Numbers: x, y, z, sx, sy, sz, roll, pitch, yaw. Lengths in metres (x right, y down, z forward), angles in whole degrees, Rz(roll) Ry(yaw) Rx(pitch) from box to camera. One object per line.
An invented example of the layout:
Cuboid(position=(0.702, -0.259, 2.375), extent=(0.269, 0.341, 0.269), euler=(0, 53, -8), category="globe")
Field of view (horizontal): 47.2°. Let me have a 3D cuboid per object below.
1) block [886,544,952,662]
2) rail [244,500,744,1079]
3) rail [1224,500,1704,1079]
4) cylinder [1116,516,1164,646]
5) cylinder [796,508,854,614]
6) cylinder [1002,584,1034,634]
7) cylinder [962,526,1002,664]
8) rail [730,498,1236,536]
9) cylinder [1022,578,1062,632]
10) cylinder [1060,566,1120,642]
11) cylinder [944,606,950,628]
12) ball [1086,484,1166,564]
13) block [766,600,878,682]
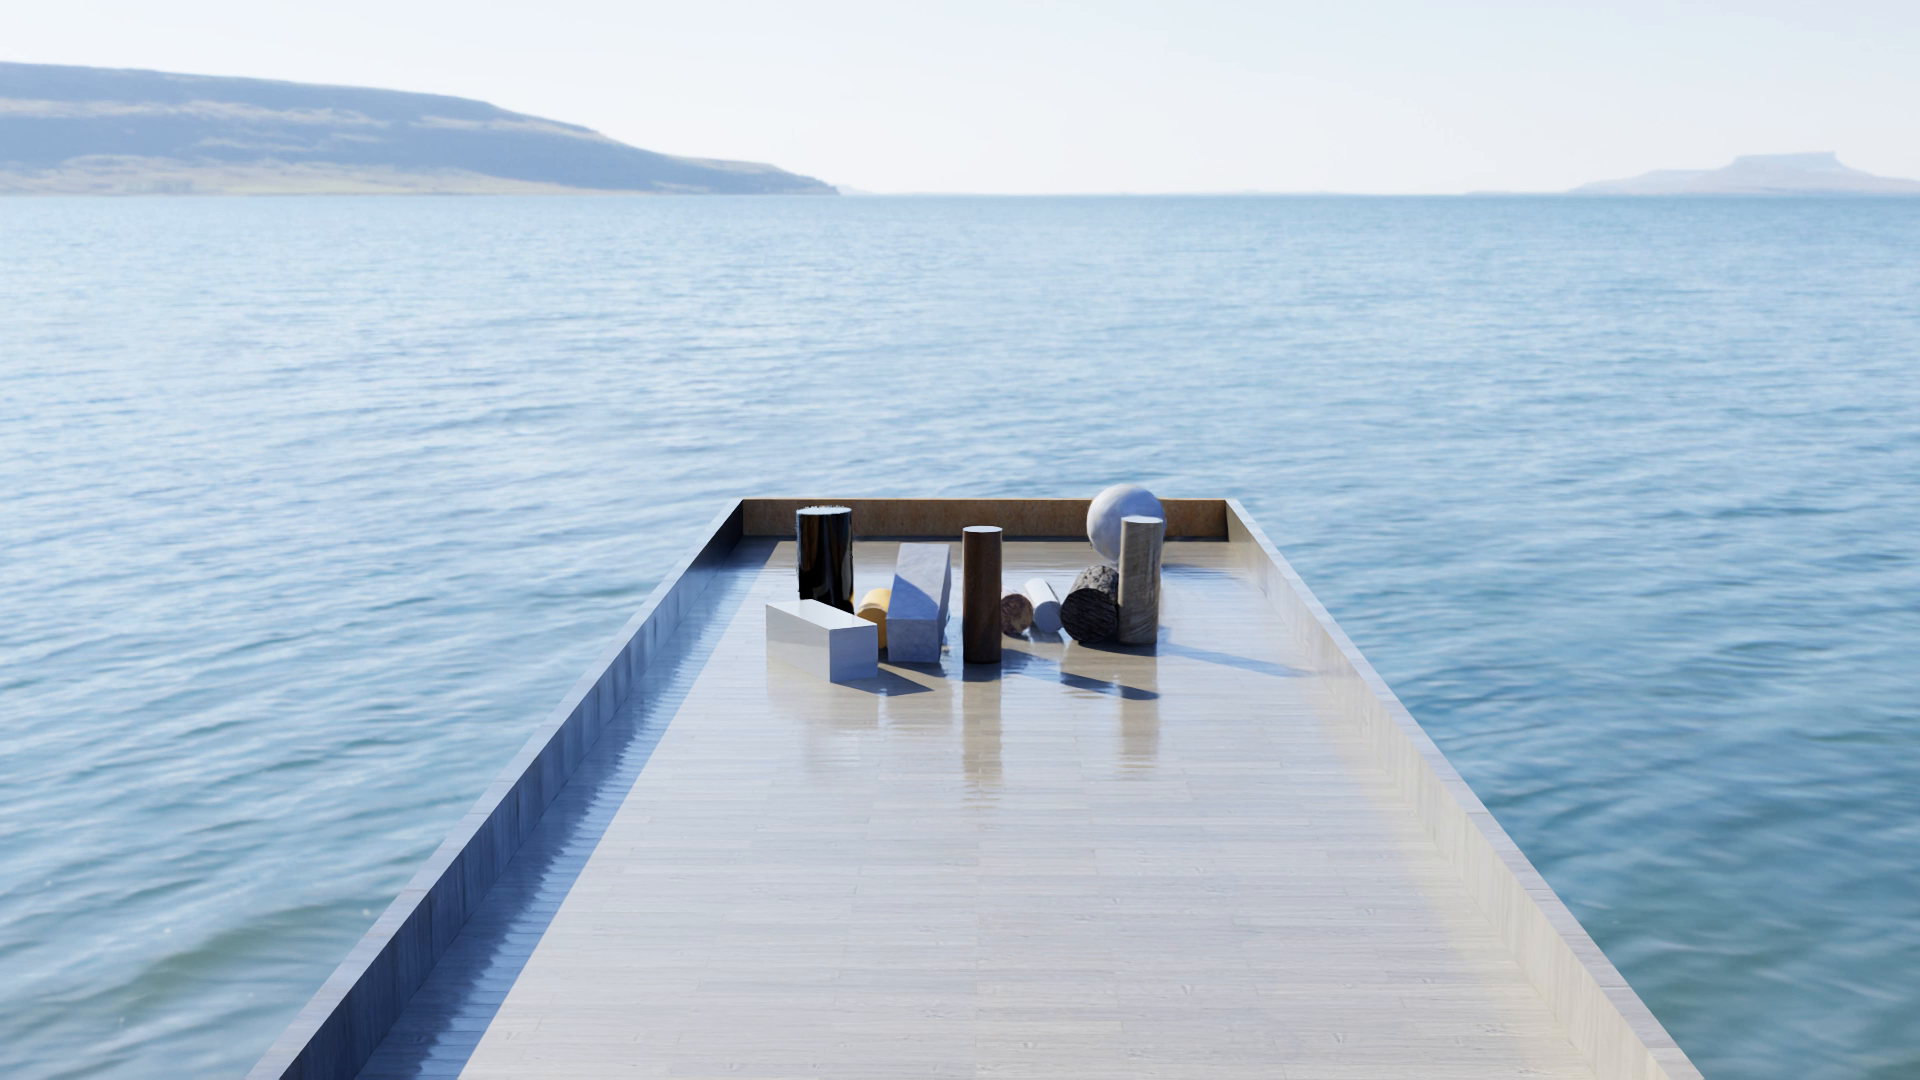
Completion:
Cuboid(position=(-0.125, 0.191, 6.822), extent=(0.155, 0.155, 0.434), euler=(1, 31, 5), category="block")
Cuboid(position=(-1.004, 0.839, 3.234), extent=(0.050, 0.150, 12.000), euler=(0, 9, 1), category="rail")
Cuboid(position=(1.046, 0.843, 3.208), extent=(0.050, 0.150, 12.000), euler=(0, 9, 1), category="rail")
Cuboid(position=(0.566, 0.129, 6.936), extent=(0.131, 0.391, 0.131), euler=(2, 9, 0), category="cylinder")
Cuboid(position=(-0.423, 0.114, 6.938), extent=(0.173, 0.417, 0.173), euler=(-2, 8, 0), category="cylinder")
Cuboid(position=(0.123, 0.207, 7.285), extent=(0.130, 0.130, 0.404), euler=(-2, 9, -15), category="cylinder")
Cuboid(position=(0.067, 0.167, 6.667), extent=(0.119, 0.404, 0.119), euler=(0, 9, 0), category="cylinder")
Cuboid(position=(0.099, -0.098, 9.147), extent=(2.100, 0.150, 0.050), euler=(0, 9, 1), category="rail")
Cuboid(position=(0.277, 0.215, 7.310), extent=(0.107, 0.107, 0.415), euler=(-1, 9, -4), category="cylinder")
Cuboid(position=(0.436, 0.205, 7.147), extent=(0.177, 0.177, 0.430), euler=(1, 9, 8), category="cylinder")
Cuboid(position=(-0.117, 0.204, 7.230), extent=(0.154, 0.154, 0.398), euler=(0, 9, -3), category="cylinder")
Cuboid(position=(0.637, -0.062, 8.420), extent=(0.307, 0.307, 0.307), euler=(0, 9, 0), category="ball")
Cuboid(position=(-0.420, 0.299, 6.619), extent=(0.157, 0.157, 0.459), euler=(-5, 10, -28), category="block")
